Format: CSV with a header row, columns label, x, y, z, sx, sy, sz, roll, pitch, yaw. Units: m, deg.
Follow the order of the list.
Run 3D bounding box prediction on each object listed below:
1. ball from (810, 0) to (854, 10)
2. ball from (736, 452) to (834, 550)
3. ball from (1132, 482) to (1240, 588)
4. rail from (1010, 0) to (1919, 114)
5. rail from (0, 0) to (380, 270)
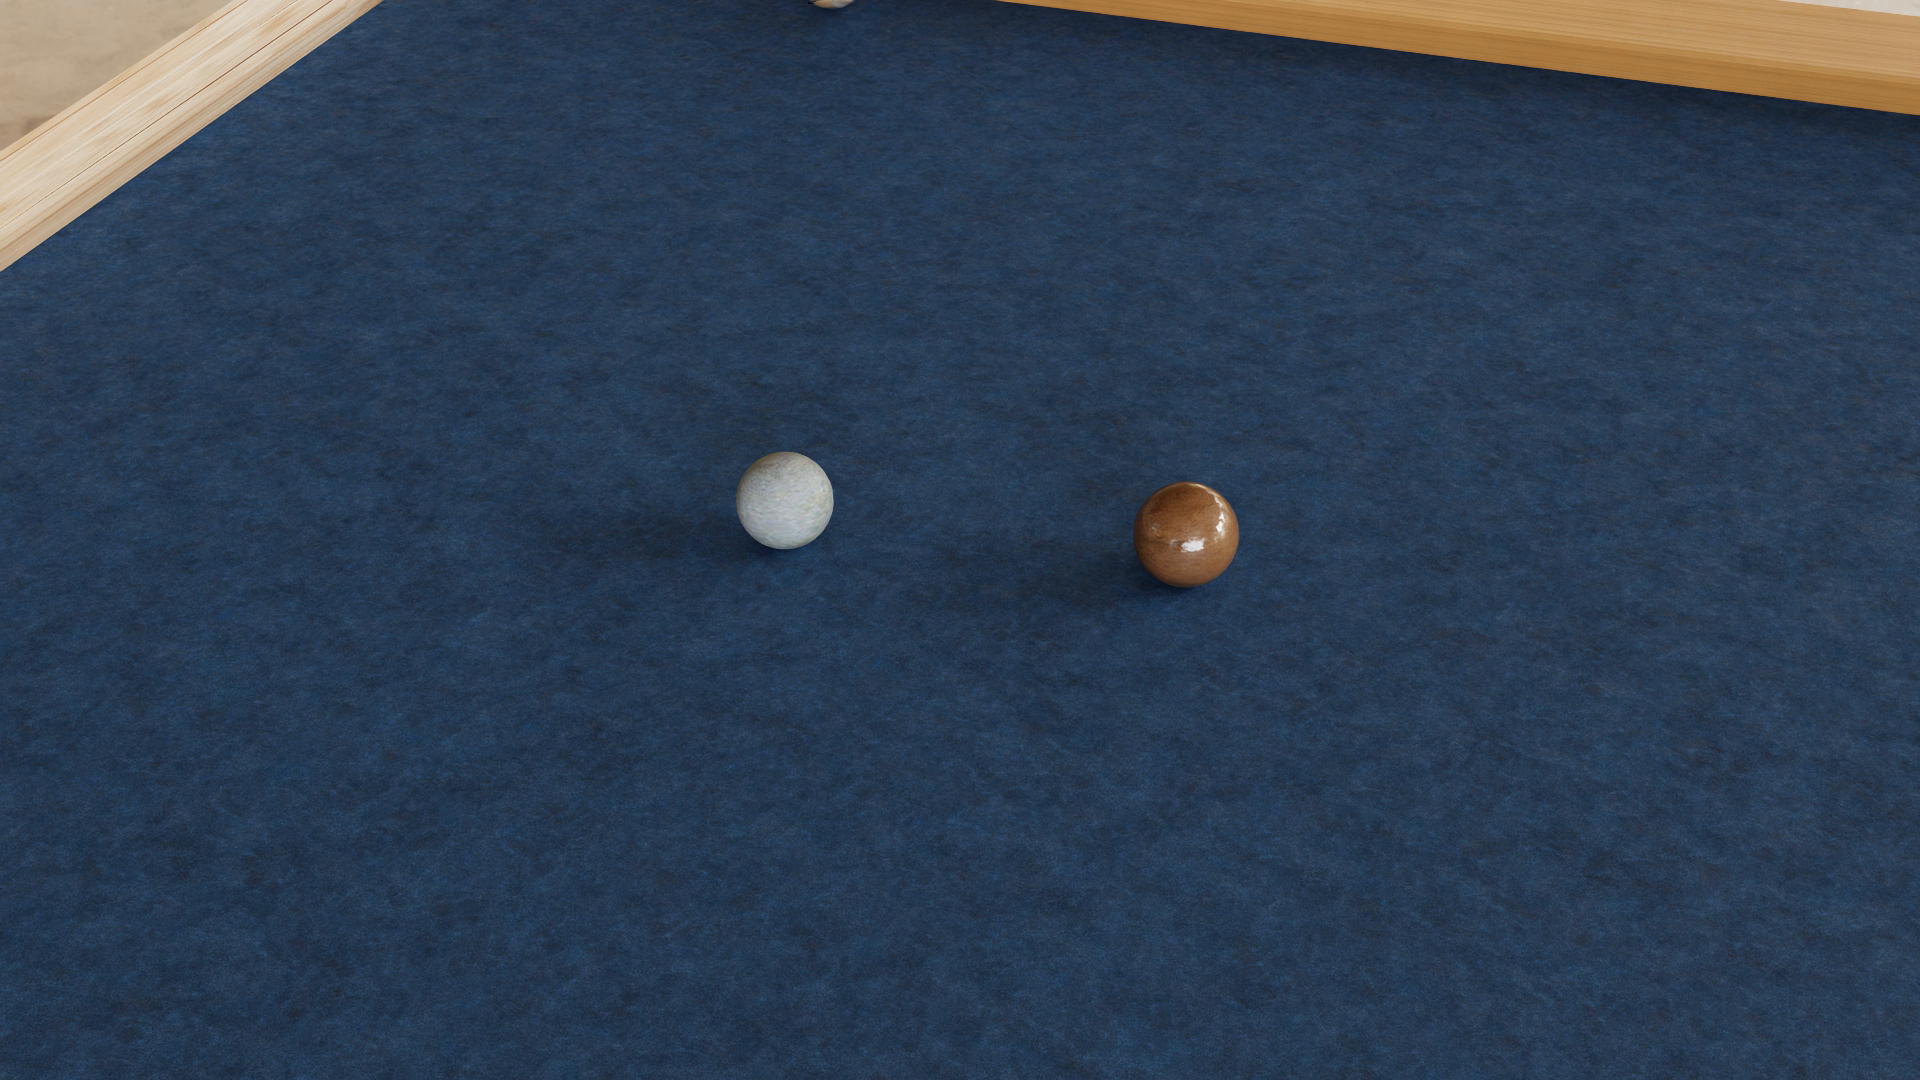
label,x,y,z,sx,sy,sz,roll,pitch,yaw
ball,-0.153,-0.673,3.057,0.079,0.079,0.079,0,33,0
ball,-0.142,-0.032,2.077,0.079,0.079,0.079,0,33,0
ball,0.179,-0.004,2.031,0.084,0.084,0.084,0,33,0
rail,1.376,-0.440,2.671,4.233,0.110,0.045,10,35,15
rail,-0.981,-0.197,2.300,0.045,0.110,2.389,10,35,15
